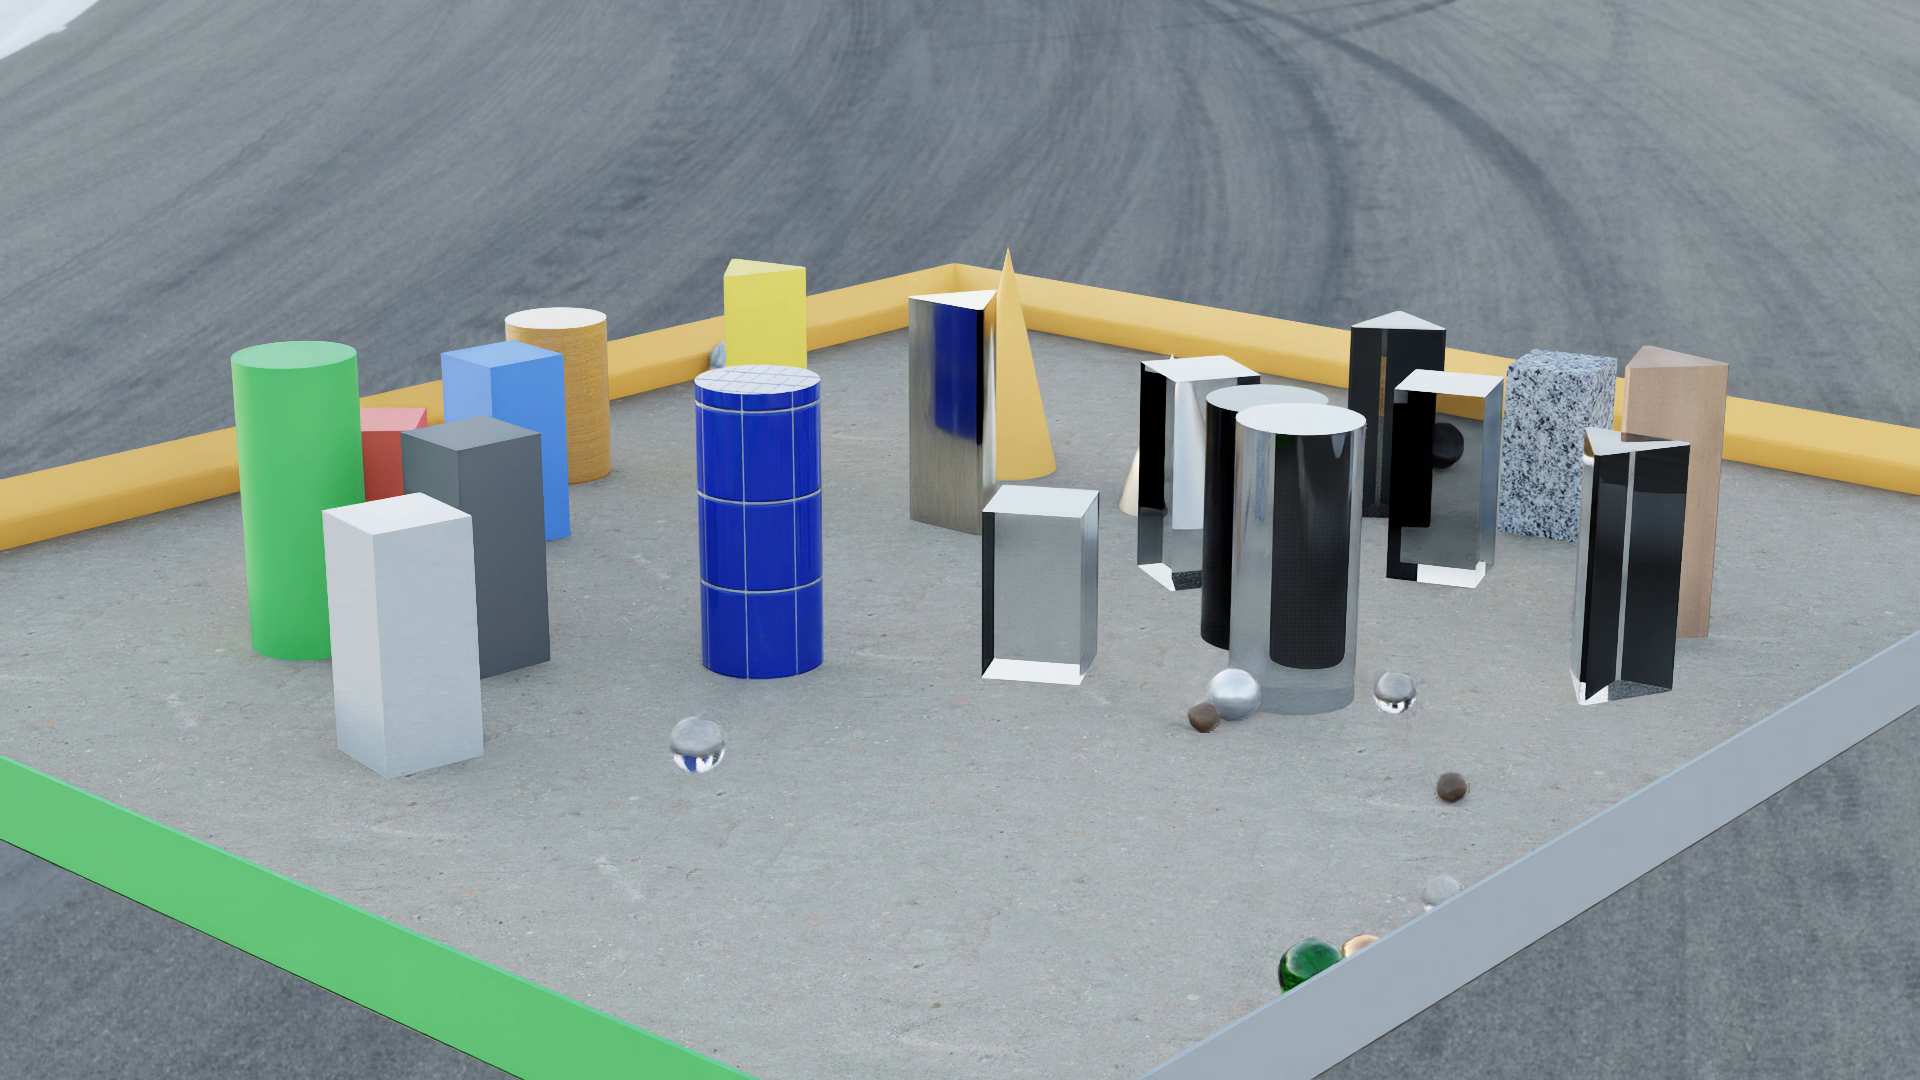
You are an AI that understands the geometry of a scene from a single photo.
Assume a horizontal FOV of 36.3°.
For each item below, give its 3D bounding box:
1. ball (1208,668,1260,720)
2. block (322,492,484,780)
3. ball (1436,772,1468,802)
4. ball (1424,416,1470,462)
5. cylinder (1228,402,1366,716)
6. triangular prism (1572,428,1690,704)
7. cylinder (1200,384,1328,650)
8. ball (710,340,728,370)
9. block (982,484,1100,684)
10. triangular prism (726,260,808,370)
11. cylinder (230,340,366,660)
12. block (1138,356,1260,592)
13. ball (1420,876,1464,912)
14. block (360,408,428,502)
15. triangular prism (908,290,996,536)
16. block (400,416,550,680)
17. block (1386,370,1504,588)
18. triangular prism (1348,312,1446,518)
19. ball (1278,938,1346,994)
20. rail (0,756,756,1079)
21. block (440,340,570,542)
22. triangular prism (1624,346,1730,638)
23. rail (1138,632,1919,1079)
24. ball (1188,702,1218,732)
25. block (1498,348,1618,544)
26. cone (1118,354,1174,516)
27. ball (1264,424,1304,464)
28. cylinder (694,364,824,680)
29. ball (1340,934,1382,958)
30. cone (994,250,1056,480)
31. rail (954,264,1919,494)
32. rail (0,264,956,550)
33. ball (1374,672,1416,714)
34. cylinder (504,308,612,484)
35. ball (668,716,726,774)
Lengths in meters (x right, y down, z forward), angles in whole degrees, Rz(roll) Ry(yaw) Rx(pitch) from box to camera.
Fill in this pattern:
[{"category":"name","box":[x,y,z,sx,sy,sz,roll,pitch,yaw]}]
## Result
[{"category":"ball","box":[0.423,0.238,4.531,0.078,0.078,0.078,0,17,0]},{"category":"block","box":[-0.825,0.139,4.347,0.160,0.373,0.160,-13,21,-36]},{"category":"ball","box":[0.705,0.354,4.204,0.044,0.044,0.044,0,17,0]},{"category":"ball","box":[0.995,-0.207,5.983,0.093,0.093,0.093,0,17,0]},{"category":"cylinder","box":[0.525,0.028,4.582,0.200,0.450,0.200,0,17,0]},{"category":"triangular prism","box":[1.024,0.035,4.638,0.173,0.405,0.150,-7,18,-22]},{"category":"cylinder","box":[0.504,-0.036,4.867,0.200,0.408,0.200,0,17,0]},{"category":"ball","box":[-0.515,-0.403,6.622,0.100,0.100,0.100,0,17,0]},{"category":"block","box":[0.131,0.071,4.738,0.160,0.279,0.160,4,17,12]},{"category":"triangular prism","box":[-0.415,-0.339,5.846,0.173,0.424,0.150,-9,19,-28]},{"category":"cylinder","box":[-1.080,-0.066,4.826,0.200,0.490,0.200,0,17,0]},{"category":"block","box":[0.421,-0.120,5.200,0.160,0.378,0.160,-6,18,-18]},{"category":"ball","box":[0.628,0.465,3.817,0.056,0.056,0.056,0,17,0]},{"category":"block","box":[-1.005,-0.052,5.071,0.160,0.322,0.160,-1,17,-2]},{"category":"triangular prism","box":[0.018,-0.248,5.530,0.173,0.431,0.150,13,21,38]},{"category":"block","box":[-0.783,0.012,4.749,0.160,0.385,0.160,-15,23,-41]},{"category":"block","box":[0.864,-0.111,5.224,0.160,0.347,0.160,7,18,21]},{"category":"triangular prism","box":[0.833,-0.241,5.617,0.173,0.370,0.150,2,17,8]},{"category":"ball","box":[0.430,0.526,3.556,0.088,0.088,0.088,0,17,0]},{"category":"rail","box":[-1.109,0.401,3.896,3.018,0.130,0.045,14,22,39]},{"category":"block","box":[-0.842,-0.176,5.438,0.160,0.348,0.160,-15,22,-41]},{"category":"triangular prism","box":[1.161,-0.081,4.913,0.173,0.468,0.150,-2,17,-7]},{"category":"rail","box":[1.122,0.313,4.187,0.045,0.130,3.432,14,22,39]},{"category":"ball","box":[0.372,0.269,4.483,0.045,0.045,0.045,0,17,0]},{"category":"block","box":[1.120,-0.178,5.494,0.160,0.319,0.160,9,19,28]},{"category":"cone","box":[0.405,-0.211,5.632,0.200,0.303,0.200,0,17,0]},{"category":"ball","box":[0.659,-0.193,5.958,0.081,0.081,0.081,0,17,0]},{"category":"cylinder","box":[-0.323,-0.030,4.736,0.200,0.472,0.200,0,17,0]},{"category":"ball","box":[0.500,0.519,3.616,0.067,0.067,0.067,0,17,0]},{"category":"cone","box":[0.096,-0.366,5.883,0.200,0.454,0.200,0,17,0]},{"category":"rail","box":[1.109,-0.336,6.343,3.018,0.130,0.045,14,22,39]},{"category":"rail","box":[-1.122,-0.248,6.052,0.045,0.130,3.432,14,22,39]},{"category":"ball","box":[0.676,0.237,4.554,0.066,0.066,0.066,0,17,0]},{"category":"cylinder","box":[-0.803,-0.289,5.866,0.200,0.317,0.200,0,17,0]},{"category":"ball","box":[-0.386,0.301,4.311,0.085,0.085,0.085,0,17,0]}]
